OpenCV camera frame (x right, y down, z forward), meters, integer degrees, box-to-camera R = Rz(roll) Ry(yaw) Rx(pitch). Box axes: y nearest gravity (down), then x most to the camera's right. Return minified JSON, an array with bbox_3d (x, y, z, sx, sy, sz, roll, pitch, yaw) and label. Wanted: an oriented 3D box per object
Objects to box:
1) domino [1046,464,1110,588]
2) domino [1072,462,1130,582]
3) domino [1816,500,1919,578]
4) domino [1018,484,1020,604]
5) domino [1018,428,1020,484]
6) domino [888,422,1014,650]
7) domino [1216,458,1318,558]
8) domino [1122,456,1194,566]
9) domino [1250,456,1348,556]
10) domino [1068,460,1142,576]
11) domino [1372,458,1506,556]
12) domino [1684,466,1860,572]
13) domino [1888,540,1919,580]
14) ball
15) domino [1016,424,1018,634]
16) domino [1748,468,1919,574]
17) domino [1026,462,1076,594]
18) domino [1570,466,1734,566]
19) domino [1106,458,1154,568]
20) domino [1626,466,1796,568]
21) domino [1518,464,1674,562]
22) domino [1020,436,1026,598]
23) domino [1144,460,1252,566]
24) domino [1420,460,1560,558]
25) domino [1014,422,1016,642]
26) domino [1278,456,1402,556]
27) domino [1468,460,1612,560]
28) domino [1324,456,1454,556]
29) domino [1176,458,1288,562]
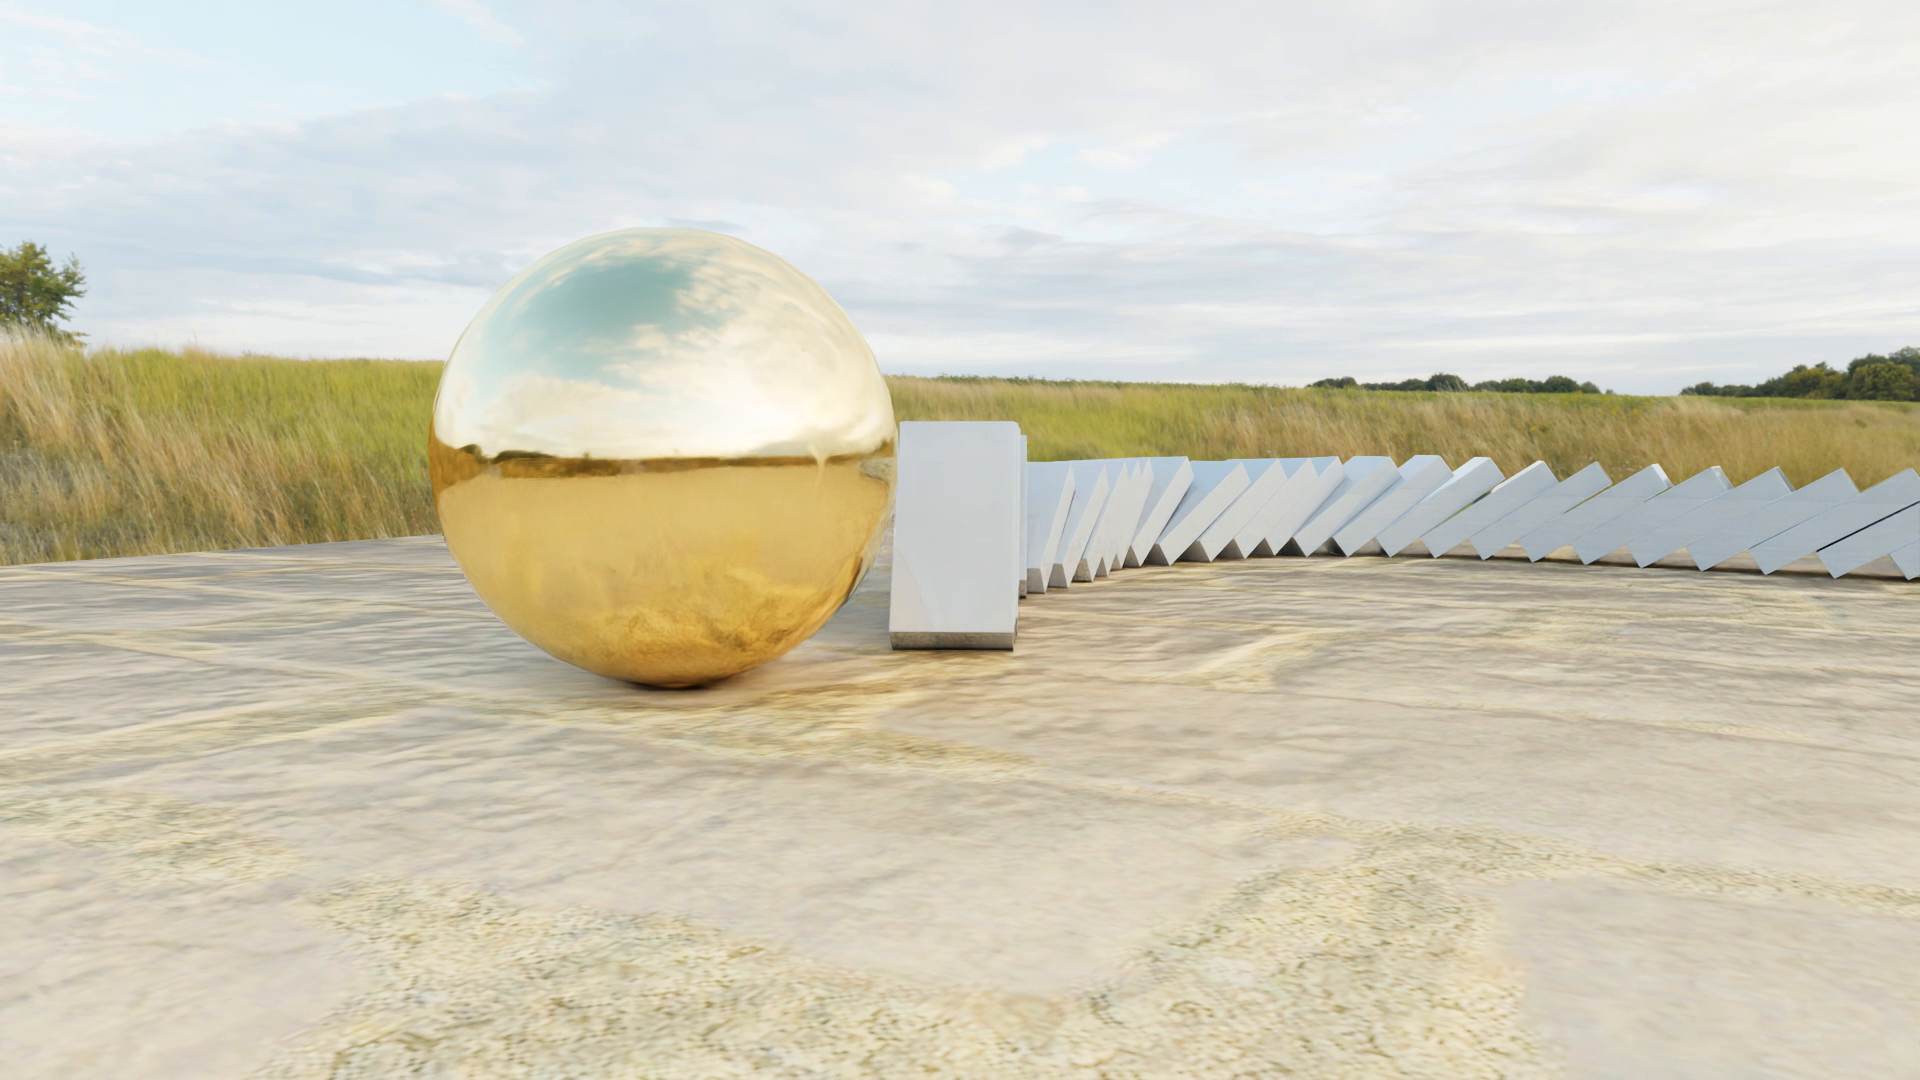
[{"bbox_3d":[0.028,-0.005,0.398,0.025,0.009,0.050,2,39,23],"label":"domino"},{"bbox_3d":[0.036,-0.007,0.414,0.025,0.009,0.050,2,40,24],"label":"domino"},{"bbox_3d":[0.298,-0.005,0.403,0.050,0.010,0.025,-36,-16,31],"label":"domino"},{"bbox_3d":[0.004,-0.007,0.351,0.025,0.050,0.009,0,-30,3],"label":"domino"},{"bbox_3d":[0.003,-0.006,0.340,0.025,0.050,0.009,0,-29,3],"label":"domino"},{"bbox_3d":[-0.001,-0.002,0.272,0.025,0.050,0.009,0,-28,2],"label":"domino"},{"bbox_3d":[0.111,-0.012,0.485,0.050,0.010,0.025,-43,24,-26],"label":"domino"},{"bbox_3d":[0.062,-0.011,0.459,0.025,0.010,0.050,2,41,38],"label":"domino"},{"bbox_3d":[0.125,-0.013,0.496,0.050,0.010,0.025,-42,22,-25],"label":"domino"},{"bbox_3d":[0.043,-0.008,0.429,0.025,0.010,0.050,1,40,24],"label":"domino"},{"bbox_3d":[0.180,-0.013,0.489,0.050,0.009,0.025,-36,-2,10],"label":"domino"},{"bbox_3d":[0.269,-0.007,0.425,0.050,0.010,0.025,-36,-17,32],"label":"domino"},{"bbox_3d":[0.313,-0.005,0.393,0.050,0.009,0.025,-36,-15,29],"label":"domino"},{"bbox_3d":[-0.051,-0.014,0.227,0.080,0.080,0.080,0,4,0],"label":"ball"},{"bbox_3d":[0.001,-0.003,0.294,0.025,0.050,0.009,0,-28,3],"label":"domino"},{"bbox_3d":[0.283,-0.006,0.414,0.050,0.010,0.025,-36,-17,32],"label":"domino"},{"bbox_3d":[0.017,-0.005,0.383,0.025,0.010,0.050,1,40,17],"label":"domino"},{"bbox_3d":[0.241,-0.008,0.447,0.050,0.009,0.025,-36,-17,32],"label":"domino"},{"bbox_3d":[0.049,-0.010,0.446,0.025,0.010,0.050,-1,39,26],"label":"domino"},{"bbox_3d":[0.255,-0.008,0.436,0.050,0.010,0.025,-36,-17,32],"label":"domino"},{"bbox_3d":[0.227,-0.010,0.459,0.050,0.009,0.025,-36,-16,30],"label":"domino"},{"bbox_3d":[0.006,-0.007,0.364,0.025,0.050,0.009,0,-34,3],"label":"domino"},{"bbox_3d":[0.081,-0.011,0.467,0.050,0.009,0.025,-42,26,-26],"label":"domino"},{"bbox_3d":[0.197,-0.012,0.480,0.050,0.009,0.025,-35,-8,19],"label":"domino"},{"bbox_3d":[0.000,-0.002,0.283,0.025,0.050,0.009,0,-28,2],"label":"domino"},{"bbox_3d":[0.144,-0.013,0.497,0.050,0.009,0.025,-38,12,-9],"label":"domino"},{"bbox_3d":[0.213,-0.011,0.470,0.050,0.009,0.025,-37,-13,25],"label":"domino"},{"bbox_3d":[0.163,-0.013,0.494,0.050,0.010,0.025,-38,4,2],"label":"domino"},{"bbox_3d":[0.096,-0.012,0.476,0.050,0.009,0.025,-43,25,-26],"label":"domino"}]
